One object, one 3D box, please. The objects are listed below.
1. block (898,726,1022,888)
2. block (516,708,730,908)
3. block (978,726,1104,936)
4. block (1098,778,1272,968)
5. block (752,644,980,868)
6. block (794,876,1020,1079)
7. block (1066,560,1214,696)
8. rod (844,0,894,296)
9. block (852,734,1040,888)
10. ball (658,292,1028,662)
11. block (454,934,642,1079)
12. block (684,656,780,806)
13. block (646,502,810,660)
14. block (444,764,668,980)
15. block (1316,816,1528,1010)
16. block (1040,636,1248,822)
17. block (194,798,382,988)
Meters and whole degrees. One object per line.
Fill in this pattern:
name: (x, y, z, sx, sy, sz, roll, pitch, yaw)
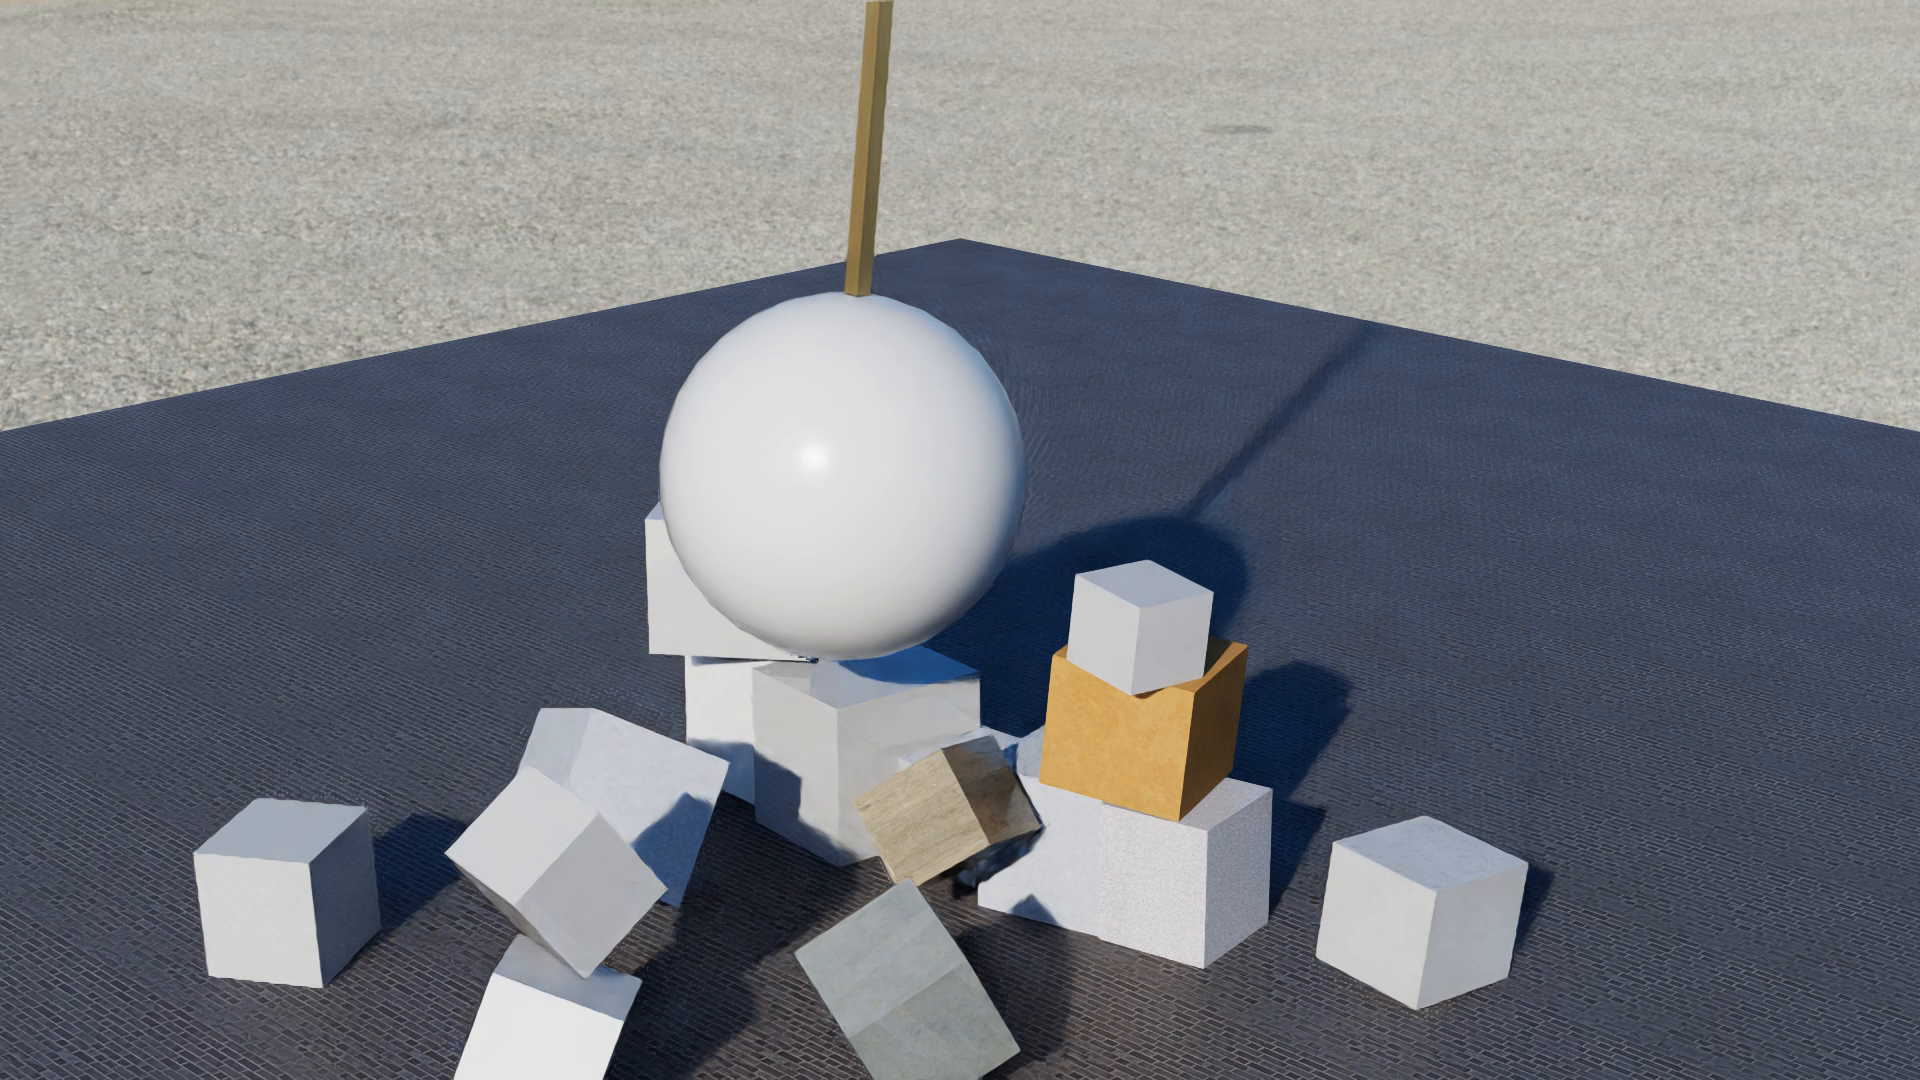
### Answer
block: (0.091, 1.231, 13.603, 0.491, 0.495, 0.577, 16, 24, 42)
block: (-1.538, 1.165, 12.837, 0.672, 0.665, 0.674, 24, -14, -24)
block: (0.500, 1.291, 13.110, 0.629, 0.676, 0.576, 10, 20, 30)
block: (0.984, 1.412, 12.788, 0.529, 0.637, 0.568, 12, 21, 33)
block: (-0.443, 0.982, 13.919, 0.825, 0.780, 0.689, -13, 22, -36)
block: (-0.202, 1.770, 11.238, 0.528, 0.593, 0.528, -33, 41, -7)
block: (0.754, 0.363, 12.323, 0.407, 0.390, 0.415, -11, 26, -37)
rod: (-0.220, -3.581, 11.986, 0.080, 5.200, 0.080, 17, 17, 42)
block: (-0.054, 1.179, 12.635, 0.488, 0.457, 0.519, -32, -10, 24)
ball: (-0.507, -0.274, 12.724, 1.600, 1.600, 1.600, 0, 17, 0)
block: (-1.561, 1.890, 11.046, 0.513, 0.544, 0.539, 21, 8, -1)
block: (-0.853, 0.781, 14.488, 0.722, 0.823, 0.709, -15, 23, -39)
block: (-1.038, 0.120, 14.106, 0.770, 0.667, 0.775, 2, 18, 7)
block: (-1.521, 1.249, 11.051, 0.459, 0.500, 0.508, -48, 41, -15)
block: (1.943, 1.560, 12.351, 0.604, 0.533, 0.560, -9, 24, -41)
block: (0.799, 0.754, 12.707, 0.652, 0.599, 0.637, 14, 22, 23)
block: (-2.869, 1.503, 12.545, 0.530, 0.579, 0.567, 3, 20, 15)
